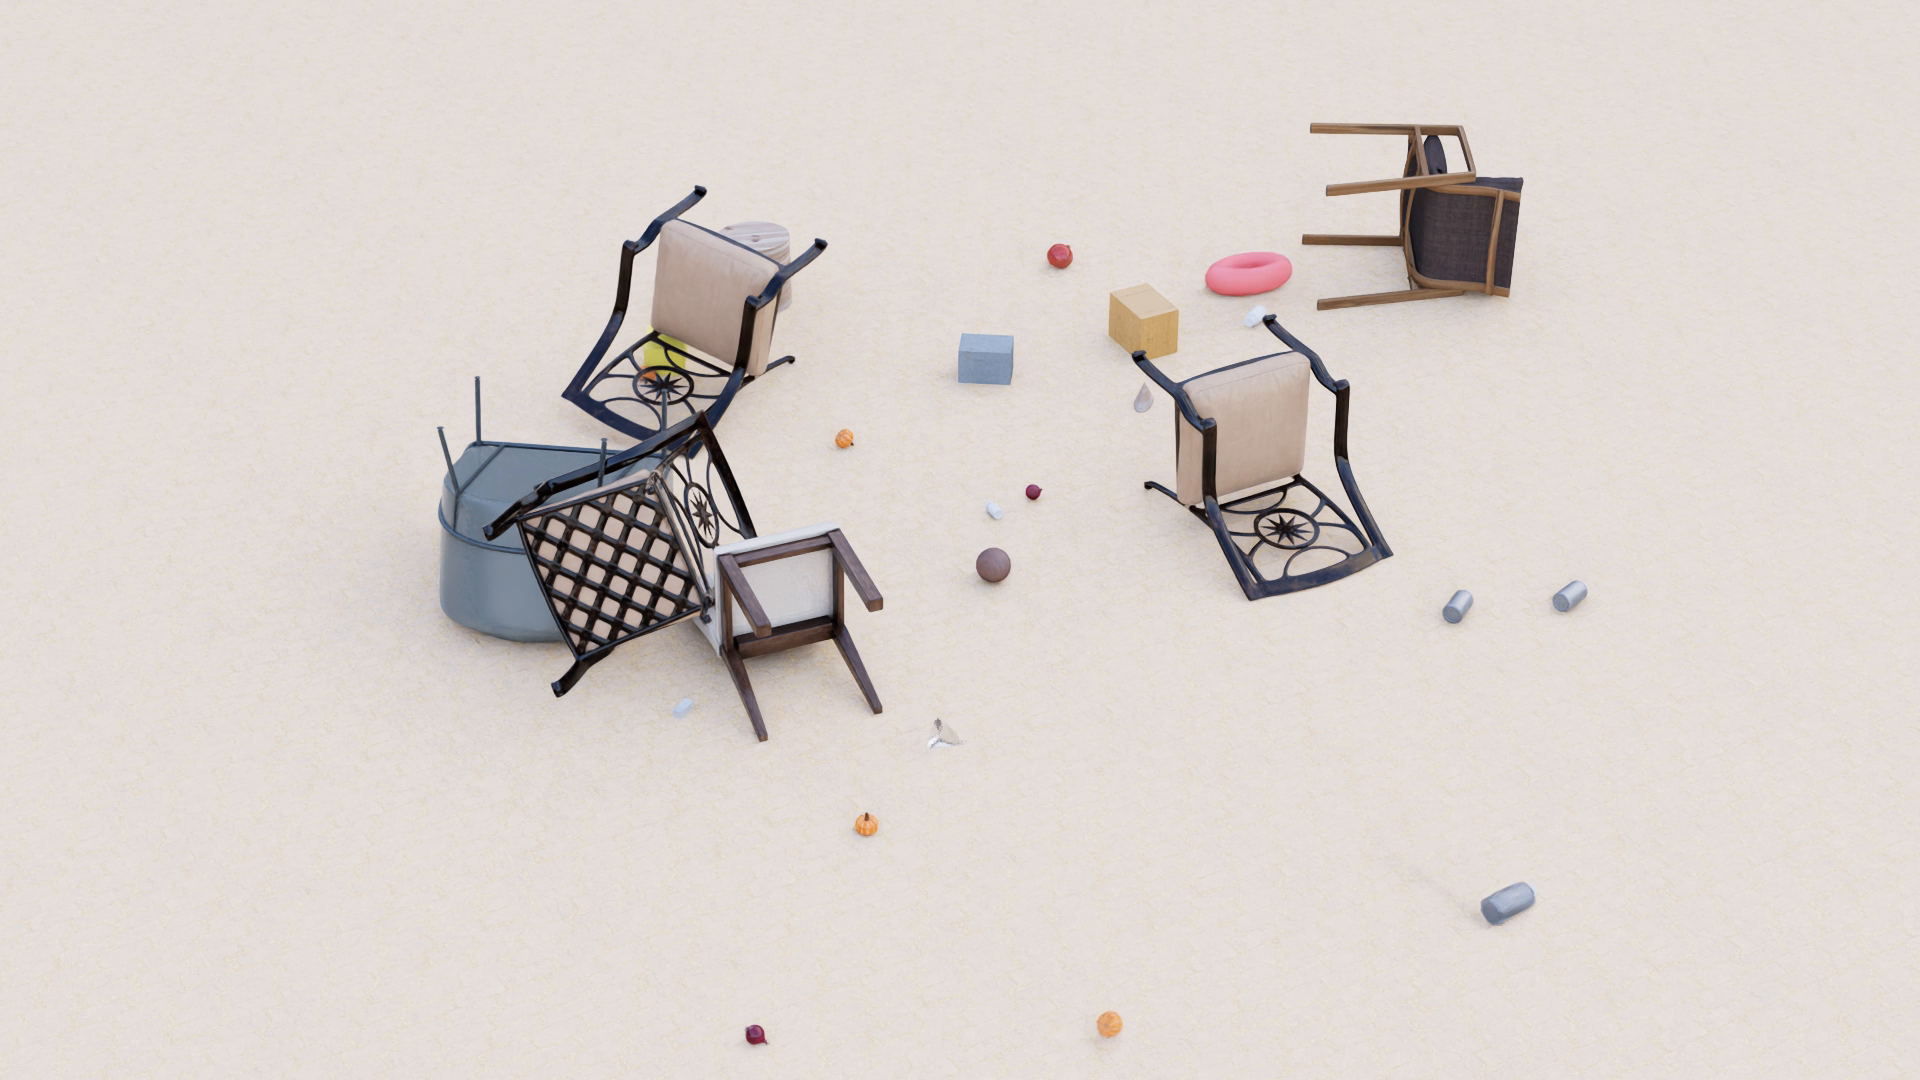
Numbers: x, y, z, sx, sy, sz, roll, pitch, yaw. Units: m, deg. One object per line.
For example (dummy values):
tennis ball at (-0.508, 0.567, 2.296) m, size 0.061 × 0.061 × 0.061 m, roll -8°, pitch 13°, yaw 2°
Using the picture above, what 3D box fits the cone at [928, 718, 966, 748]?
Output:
cone at (-0.033, 0.670, 9.886) m, size 0.115 × 0.101 × 0.113 m, roll 19°, pitch 31°, yaw -15°

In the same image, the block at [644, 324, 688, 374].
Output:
block at (-1.206, -0.780, 12.018) m, size 0.157 × 0.121 × 0.202 m, roll 0°, pitch 33°, yaw -1°

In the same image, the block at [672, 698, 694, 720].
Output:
block at (-0.948, 0.578, 10.041) m, size 0.033 × 0.028 × 0.078 m, roll 17°, pitch 37°, yaw 24°

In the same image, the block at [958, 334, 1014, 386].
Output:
block at (0.106, -0.736, 11.926) m, size 0.213 × 0.149 × 0.146 m, roll 3°, pitch 34°, yaw 5°

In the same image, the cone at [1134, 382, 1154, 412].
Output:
cone at (0.738, -0.594, 11.757) m, size 0.076 × 0.098 × 0.169 m, roll 7°, pitch 34°, yaw 11°

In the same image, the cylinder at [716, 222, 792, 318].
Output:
cylinder at (-0.872, -1.145, 12.398) m, size 0.314 × 0.312 × 0.273 m, roll -5°, pitch 34°, yaw -7°

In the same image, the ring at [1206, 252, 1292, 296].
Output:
ring at (1.238, -1.142, 12.566) m, size 0.400 × 0.123 × 0.211 m, roll -11°, pitch 35°, yaw -16°

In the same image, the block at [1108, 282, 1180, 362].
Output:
block at (0.759, -0.900, 12.126) m, size 0.179 × 0.202 × 0.258 m, roll -16°, pitch 37°, yaw -23°
